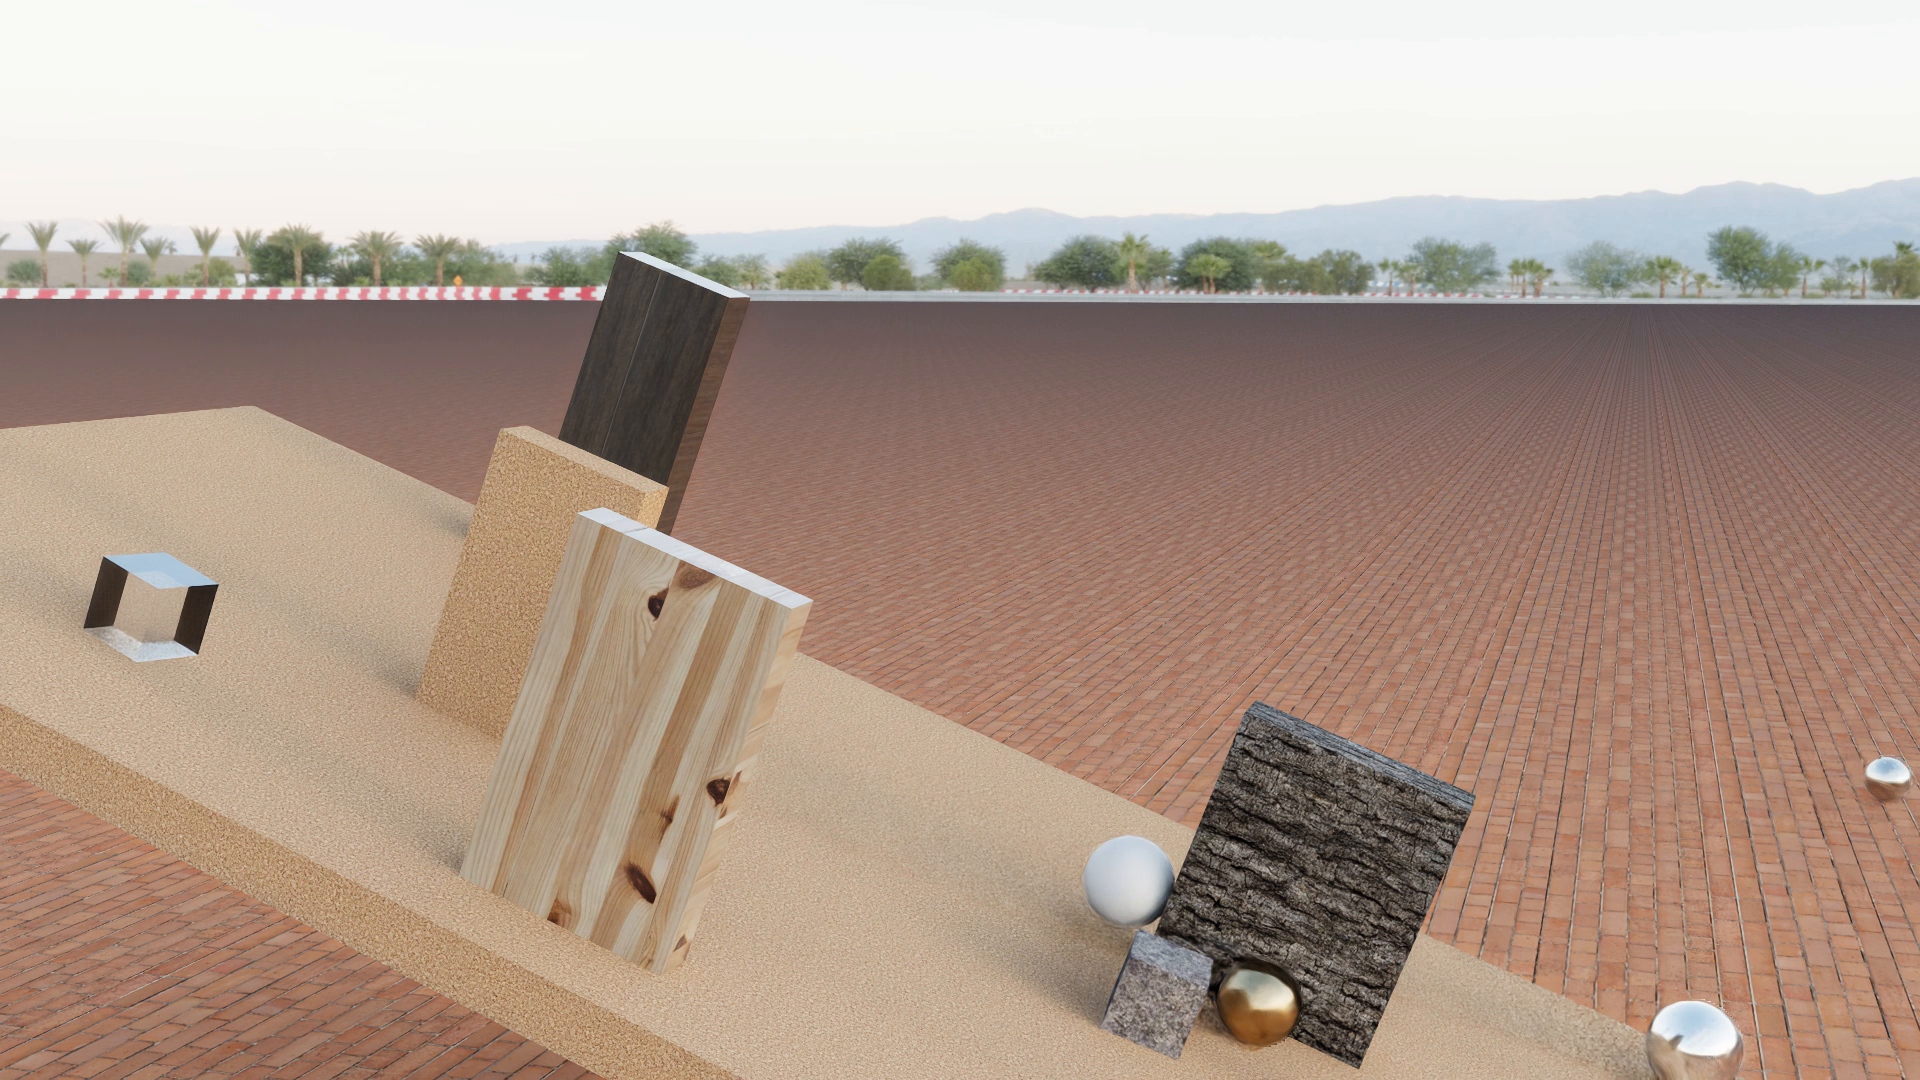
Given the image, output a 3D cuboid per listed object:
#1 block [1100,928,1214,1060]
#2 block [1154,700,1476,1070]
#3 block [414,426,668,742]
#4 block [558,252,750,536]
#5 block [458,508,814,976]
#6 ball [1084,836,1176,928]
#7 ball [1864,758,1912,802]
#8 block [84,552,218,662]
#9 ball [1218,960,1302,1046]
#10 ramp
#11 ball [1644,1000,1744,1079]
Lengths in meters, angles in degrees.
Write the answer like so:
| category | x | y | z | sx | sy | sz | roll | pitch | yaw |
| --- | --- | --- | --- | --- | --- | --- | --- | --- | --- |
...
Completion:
| category | x | y | z | sx | sy | sz | roll | pitch | yaw |
| --- | --- | --- | --- | --- | --- | --- | --- | --- | --- |
| block | 0.344 | 0.789 | 3.823 | 0.143 | 0.143 | 0.143 | 22 | 12 | 6 |
| block | 0.641 | 0.632 | 4.061 | 0.435 | 0.528 | 0.130 | 23 | 13 | 13 |
| block | -0.774 | 0.102 | 4.056 | 0.306 | 0.545 | 0.100 | 23 | 13 | 13 |
| block | -0.749 | -0.242 | 5.024 | 0.285 | 0.775 | 0.125 | 23 | 13 | 13 |
| block | -0.507 | 0.311 | 3.404 | 0.372 | 0.623 | 0.089 | 23 | 13 | 13 |
| ball | 0.321 | 0.648 | 4.167 | 0.174 | 0.174 | 0.174 | 0 | 7 | 0 |
| ball | 3.262 | 0.843 | 7.734 | 0.156 | 0.156 | 0.156 | 0 | 7 | 0 |
| block | -1.432 | 0.117 | 3.895 | 0.140 | 0.140 | 0.140 | 26 | 14 | 24 |
| ball | 0.536 | 0.828 | 3.940 | 0.150 | 0.150 | 0.150 | 0 | 7 | 0 |
| ramp | -0.324 | 0.585 | 4.205 | 4.000 | 0.100 | 2.000 | 23 | 13 | 13 |
| ball | 1.493 | 1.034 | 4.476 | 0.190 | 0.190 | 0.190 | 0 | 7 | 0 |
